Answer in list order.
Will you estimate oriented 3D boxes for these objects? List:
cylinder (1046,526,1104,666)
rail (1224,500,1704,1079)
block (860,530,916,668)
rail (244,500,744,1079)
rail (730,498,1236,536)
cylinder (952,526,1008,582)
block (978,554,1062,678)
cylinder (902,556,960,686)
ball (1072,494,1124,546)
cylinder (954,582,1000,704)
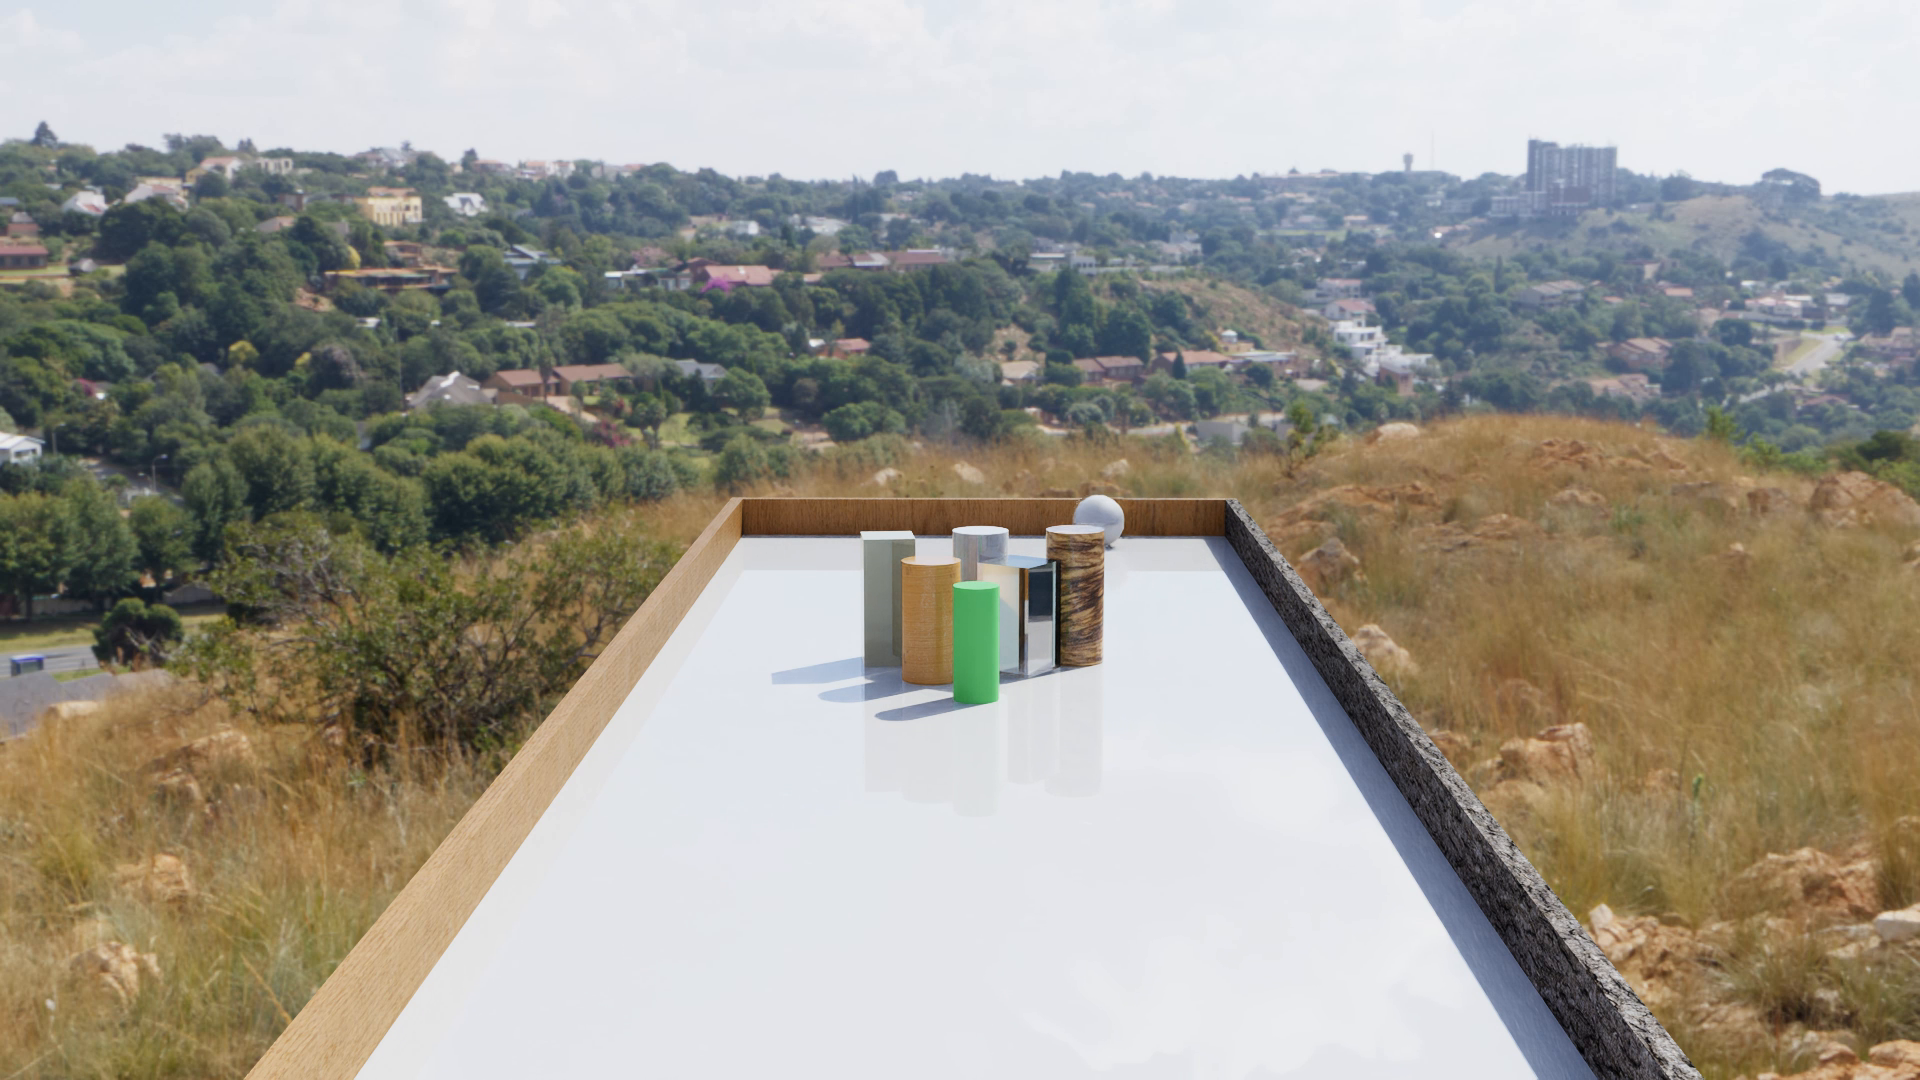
[{"bbox_3d":[0.348,0.168,6.659,0.178,0.404,0.178,0,9,0],"label":"cylinder"},{"bbox_3d":[1.046,0.843,3.208,0.050,0.150,12.000,0,9,1],"label":"rail"},{"bbox_3d":[-0.218,0.177,6.655,0.155,0.388,0.155,-1,9,-6],"label":"block"},{"bbox_3d":[-1.004,0.839,3.234,0.050,0.150,12.000,0,9,1],"label":"rail"},{"bbox_3d":[0.099,-0.098,9.147,2.100,0.150,0.050,0,9,1],"label":"rail"},{"bbox_3d":[0.062,0.167,6.688,0.170,0.397,0.170,0,9,0],"label":"cylinder"},{"bbox_3d":[0.176,0.224,6.552,0.180,0.326,0.180,6,11,34],"label":"block"},{"bbox_3d":[-0.084,0.233,6.413,0.173,0.353,0.173,0,9,0],"label":"cylinder"},{"bbox_3d":[0.556,-0.076,8.826,0.209,0.209,0.209,0,9,0],"label":"ball"},{"bbox_3d":[0.046,0.287,6.162,0.129,0.325,0.129,0,9,0],"label":"cylinder"}]
